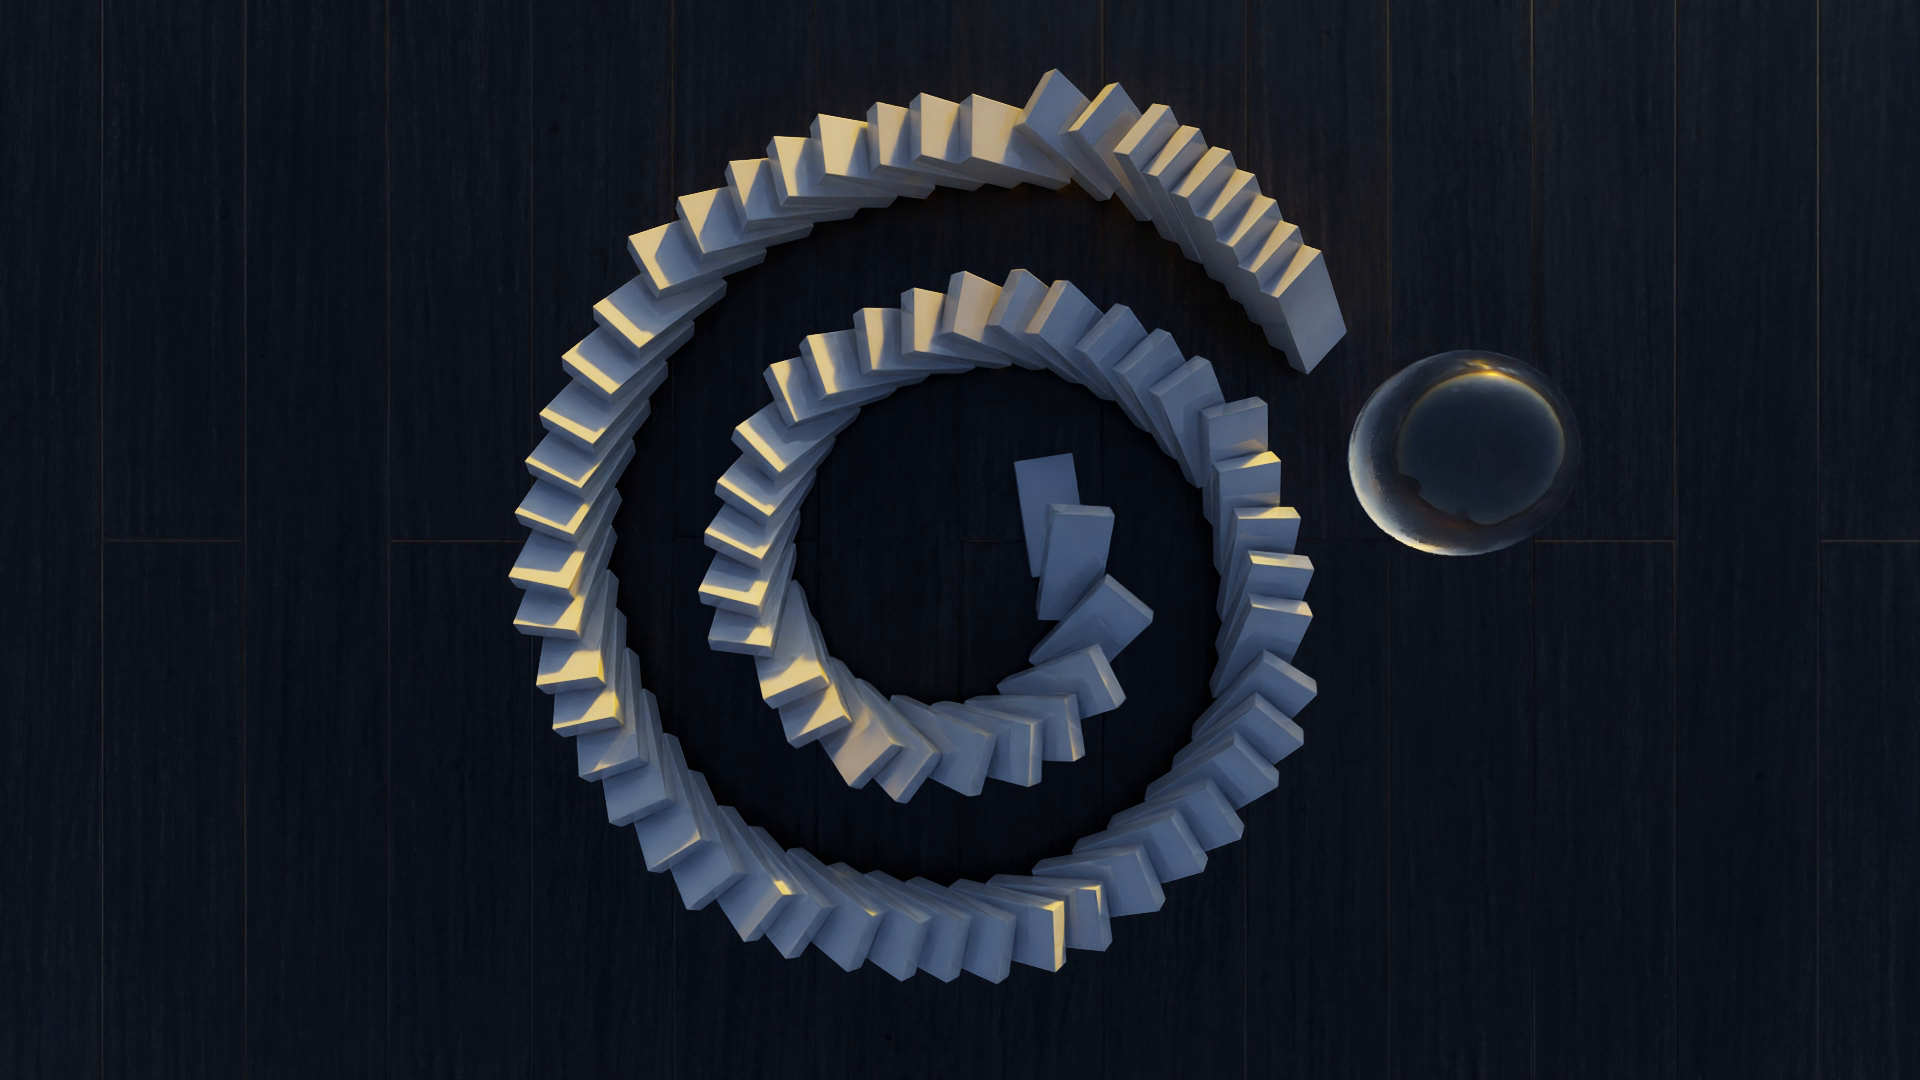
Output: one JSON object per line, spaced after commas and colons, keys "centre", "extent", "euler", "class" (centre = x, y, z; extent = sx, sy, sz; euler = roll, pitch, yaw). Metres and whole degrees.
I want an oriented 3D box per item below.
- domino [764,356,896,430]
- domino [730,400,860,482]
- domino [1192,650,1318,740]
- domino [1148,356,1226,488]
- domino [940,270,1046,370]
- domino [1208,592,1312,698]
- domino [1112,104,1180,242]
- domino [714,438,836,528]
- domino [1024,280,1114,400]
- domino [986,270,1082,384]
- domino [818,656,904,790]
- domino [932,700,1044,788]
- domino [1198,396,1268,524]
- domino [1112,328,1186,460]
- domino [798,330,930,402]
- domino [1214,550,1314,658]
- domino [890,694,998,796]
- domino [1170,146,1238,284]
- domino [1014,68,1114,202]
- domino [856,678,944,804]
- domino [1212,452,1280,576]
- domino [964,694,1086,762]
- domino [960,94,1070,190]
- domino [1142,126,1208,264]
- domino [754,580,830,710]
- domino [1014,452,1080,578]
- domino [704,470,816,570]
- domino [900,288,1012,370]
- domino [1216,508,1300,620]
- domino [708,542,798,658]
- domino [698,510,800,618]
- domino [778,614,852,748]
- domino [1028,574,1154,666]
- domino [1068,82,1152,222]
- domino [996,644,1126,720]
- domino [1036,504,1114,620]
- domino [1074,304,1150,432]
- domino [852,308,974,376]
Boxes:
{"centre": [-0.054, -0.066, 0.383], "extent": [0.050, 0.010, 0.025], "euler": [-24, 90, -32], "class": "domino"}
{"centre": [-0.068, -0.048, 0.382], "extent": [0.025, 0.009, 0.050], "euler": [45, 56, 1], "class": "domino"}
{"centre": [0.122, 0.071, 0.383], "extent": [0.025, 0.009, 0.050], "euler": [32, 121, 0], "class": "domino"}
{"centre": [0.099, -0.049, 0.382], "extent": [0.025, 0.010, 0.050], "euler": [-35, 123, -3], "class": "domino"}
{"centre": [0.016, -0.090, 0.381], "extent": [0.050, 0.010, 0.025], "euler": [13, 86, -36], "class": "domino"}
{"centre": [0.124, 0.046, 0.382], "extent": [0.025, 0.009, 0.050], "euler": [9, 123, -3], "class": "domino"}
{"centre": [0.085, -0.151, 0.379], "extent": [0.025, 0.010, 0.050], "euler": [-50, 134, 0], "class": "domino"}
{"centre": [-0.076, -0.031, 0.382], "extent": [0.025, 0.009, 0.050], "euler": [34, 55, 0], "class": "domino"}
{"centre": [0.052, -0.082, 0.381], "extent": [0.050, 0.010, 0.025], "euler": [33, 85, -34], "class": "domino"}
{"centre": [0.036, -0.088, 0.381], "extent": [0.050, 0.009, 0.025], "euler": [26, 87, -35], "class": "domino"}
{"centre": [-0.048, 0.075, 0.382], "extent": [0.025, 0.009, 0.050], "euler": [-45, 57, 4], "class": "domino"}
{"centre": [0.010, 0.084, 0.381], "extent": [0.050, 0.009, 0.025], "euler": [4, 94, 36], "class": "domino"}
{"centre": [0.114, -0.032, 0.382], "extent": [0.025, 0.009, 0.050], "euler": [-14, 120, -4], "class": "domino"}
{"centre": [0.086, -0.060, 0.382], "extent": [0.025, 0.010, 0.050], "euler": [-42, 124, -1], "class": "domino"}
{"centre": [-0.039, -0.075, 0.382], "extent": [0.050, 0.010, 0.025], "euler": [-17, 86, -33], "class": "domino"}
{"centre": [0.126, 0.029, 0.382], "extent": [0.025, 0.010, 0.050], "euler": [6, 123, -3], "class": "domino"}
{"centre": [-0.010, 0.085, 0.382], "extent": [0.050, 0.009, 0.025], "euler": [16, 90, 35], "class": "domino"}
{"centre": [0.107, -0.133, 0.379], "extent": [0.025, 0.050, 0.009], "euler": [-47, 46, 0], "class": "domino"}
{"centre": [0.049, -0.169, 0.384], "extent": [0.050, 0.009, 0.025], "euler": [30, 90, -29], "class": "domino"}
{"centre": [-0.033, 0.083, 0.382], "extent": [0.050, 0.009, 0.025], "euler": [37, 90, 33], "class": "domino"}
{"centre": [0.120, -0.010, 0.383], "extent": [0.025, 0.010, 0.050], "euler": [-10, 120, 0], "class": "domino"}
{"centre": [0.026, 0.078, 0.381], "extent": [0.050, 0.009, 0.025], "euler": [-9, 90, 37], "class": "domino"}
{"centre": [0.024, -0.165, 0.383], "extent": [0.050, 0.010, 0.025], "euler": [1, 90, -32], "class": "domino"}
{"centre": [0.096, -0.142, 0.379], "extent": [0.025, 0.009, 0.050], "euler": [-48, 135, 0], "class": "domino"}
{"centre": [-0.073, 0.043, 0.381], "extent": [0.025, 0.010, 0.050], "euler": [-23, 53, 0], "class": "domino"}
{"centre": [0.039, -0.011, 0.395], "extent": [0.025, 0.010, 0.050], "euler": [-9, 90, 0], "class": "domino"}
{"centre": [-0.082, -0.014, 0.382], "extent": [0.025, 0.009, 0.050], "euler": [25, 55, 0], "class": "domino"}
{"centre": [-0.001, -0.087, 0.381], "extent": [0.050, 0.010, 0.025], "euler": [0, 89, -37], "class": "domino"}
{"centre": [0.124, 0.011, 0.384], "extent": [0.025, 0.009, 0.050], "euler": [0, 120, 0], "class": "domino"}
{"centre": [-0.086, 0.023, 0.382], "extent": [0.025, 0.010, 0.050], "euler": [7, 55, 0], "class": "domino"}
{"centre": [-0.086, 0.006, 0.381], "extent": [0.025, 0.010, 0.050], "euler": [14, 54, 3], "class": "domino"}
{"centre": [-0.065, 0.058, 0.383], "extent": [0.025, 0.009, 0.050], "euler": [-25, 57, 0], "class": "domino"}
{"centre": [0.054, 0.040, 0.384], "extent": [0.025, 0.009, 0.050], "euler": [39, 116, -4], "class": "domino"}
{"centre": [0.071, -0.161, 0.384], "extent": [0.050, 0.009, 0.025], "euler": [40, 90, -29], "class": "domino"}
{"centre": [0.041, 0.063, 0.381], "extent": [0.050, 0.010, 0.025], "euler": [-27, 90, 38], "class": "domino"}
{"centre": [0.048, 0.010, 0.383], "extent": [0.025, 0.010, 0.050], "euler": [3, 116, -6], "class": "domino"}
{"centre": [0.072, -0.071, 0.382], "extent": [0.025, 0.009, 0.050], "euler": [-47, 123, 0], "class": "domino"}
{"centre": [-0.019, -0.083, 0.382], "extent": [0.050, 0.009, 0.025], "euler": [-8, 90, -33], "class": "domino"}
